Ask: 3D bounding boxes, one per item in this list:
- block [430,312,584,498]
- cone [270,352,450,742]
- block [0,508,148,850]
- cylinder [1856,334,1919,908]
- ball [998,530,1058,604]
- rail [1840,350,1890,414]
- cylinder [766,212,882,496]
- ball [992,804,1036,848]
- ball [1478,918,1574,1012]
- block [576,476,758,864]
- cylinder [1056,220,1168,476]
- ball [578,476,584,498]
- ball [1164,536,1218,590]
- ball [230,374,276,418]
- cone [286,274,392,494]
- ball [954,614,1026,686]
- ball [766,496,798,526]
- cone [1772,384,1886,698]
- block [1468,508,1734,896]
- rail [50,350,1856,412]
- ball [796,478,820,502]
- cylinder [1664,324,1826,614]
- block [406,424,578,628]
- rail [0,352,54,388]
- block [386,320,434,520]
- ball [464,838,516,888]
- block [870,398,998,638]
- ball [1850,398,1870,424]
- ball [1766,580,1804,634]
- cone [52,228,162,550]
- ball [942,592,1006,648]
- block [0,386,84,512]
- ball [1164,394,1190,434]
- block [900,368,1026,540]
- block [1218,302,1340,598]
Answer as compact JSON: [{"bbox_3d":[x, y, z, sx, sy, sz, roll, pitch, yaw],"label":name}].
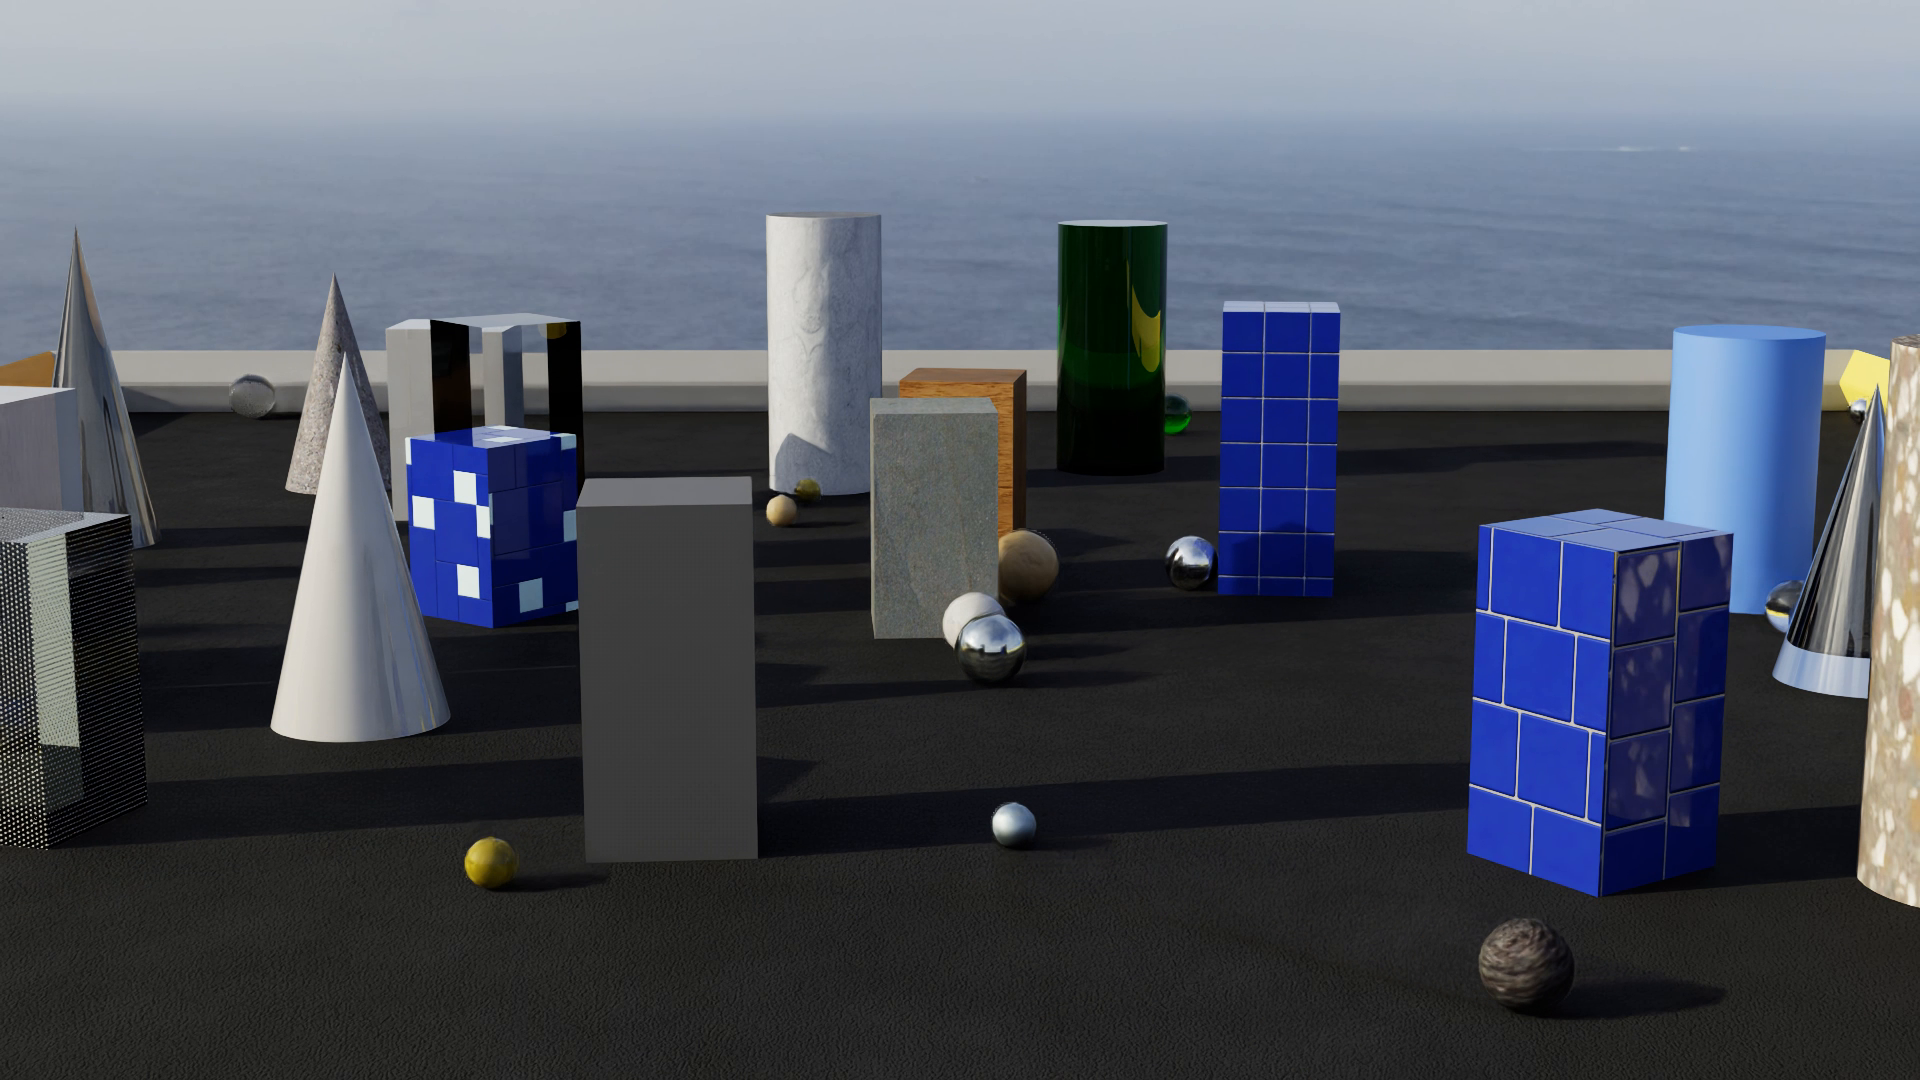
[{"bbox_3d":[-0.660,-0.141,3.756,0.159,0.362,0.159,-8,13,-38],"label":"block"},{"bbox_3d":[-0.675,-0.003,2.856,0.198,0.417,0.198,0,10,0],"label":"cone"},{"bbox_3d":[-0.910,0.129,2.484,0.159,0.293,0.159,3,11,17],"label":"block"},{"bbox_3d":[0.913,0.070,2.270,0.198,0.488,0.198,0,10,0],"label":"cylinder"},{"bbox_3d":[0.085,0.037,3.515,0.099,0.099,0.099,0,10,0],"label":"ball"},{"bbox_3d":[1.895,0.031,3.459,0.045,0.129,4.092,0,10,0],"label":"rail"},{"bbox_3d":[-0.235,-0.327,4.457,0.198,0.473,0.198,0,10,0],"label":"cylinder"},{"bbox_3d":[0.051,0.269,2.419,0.042,0.042,0.042,0,10,0],"label":"ball"},{"bbox_3d":[0.441,0.331,1.998,0.073,0.073,0.073,0,10,0],"label":"ball"},{"bbox_3d":[-0.274,0.119,2.427,0.159,0.335,0.159,-1,11,-5],"label":"block"},{"bbox_3d":[0.275,-0.352,4.665,0.198,0.446,0.198,0,10,0],"label":"cylinder"},{"bbox_3d":[-0.643,-0.069,4.097,0.096,0.096,0.096,0,10,0],"label":"ball"},{"bbox_3d":[0.325,0.032,3.604,0.076,0.076,0.076,0,10,0],"label":"ball"},{"bbox_3d":[-1.477,-0.300,5.356,0.092,0.092,0.092,0,10,0],"label":"ball"},{"bbox_3d":[-1.083,-0.281,4.473,0.198,0.376,0.198,0,10,0],"label":"cone"},{"bbox_3d":[0.036,0.130,3.052,0.085,0.085,0.085,0,10,0],"label":"ball"},{"bbox_3d":[-0.285,-0.047,4.101,0.050,0.050,0.050,0,10,0],"label":"ball"},{"bbox_3d":[1.080,-0.010,3.053,0.198,0.359,0.198,0,10,0],"label":"cone"},{"bbox_3d":[0.586,0.143,2.356,0.159,0.312,0.159,-7,13,-34],"label":"block"},{"bbox_3d":[-0.012,-0.335,5.437,3.837,0.129,0.045,0,10,0],"label":"rail"},{"bbox_3d":[-0.256,-0.084,4.323,0.042,0.042,0.042,0,10,0],"label":"ball"},{"bbox_3d":[1.071,-0.101,3.517,0.198,0.370,0.198,0,10,0],"label":"cylinder"},{"bbox_3d":[-0.627,-0.022,3.450,0.159,0.238,0.159,8,13,37],"label":"block"},{"bbox_3d":[-1.895,0.035,3.438,0.045,0.129,4.092,0,10,0],"label":"rail"},{"bbox_3d":[-0.838,-0.199,4.207,0.159,0.311,0.159,0,10,1],"label":"block"},{"bbox_3d":[-0.421,0.289,2.299,0.046,0.046,0.046,0,10,0],"label":"ball"},{"bbox_3d":[-0.035,-0.032,3.358,0.159,0.291,0.159,-1,11,-3],"label":"block"},{"bbox_3d":[1.853,-0.264,5.263,0.054,0.054,0.054,0,10,0],"label":"ball"},{"bbox_3d":[1.079,0.087,3.316,0.073,0.073,0.073,0,10,0],"label":"ball"},{"bbox_3d":[-1.339,-0.238,3.929,0.198,0.490,0.198,0,10,0],"label":"cone"},{"bbox_3d":[0.019,0.106,3.195,0.081,0.081,0.081,0,10,0],"label":"ball"},{"bbox_3d":[-1.091,0.021,2.863,0.159,0.368,0.159,3,11,14],"label":"block"},{"bbox_3d":[0.421,-0.251,5.125,0.080,0.080,0.080,0,10,0],"label":"ball"},{"bbox_3d":[0.006,-0.086,3.638,0.159,0.297,0.159,1,11,8],"label":"block"},{"bbox_3d":[0.447,-0.131,3.610,0.159,0.395,0.159,1,11,6],"label":"block"}]
